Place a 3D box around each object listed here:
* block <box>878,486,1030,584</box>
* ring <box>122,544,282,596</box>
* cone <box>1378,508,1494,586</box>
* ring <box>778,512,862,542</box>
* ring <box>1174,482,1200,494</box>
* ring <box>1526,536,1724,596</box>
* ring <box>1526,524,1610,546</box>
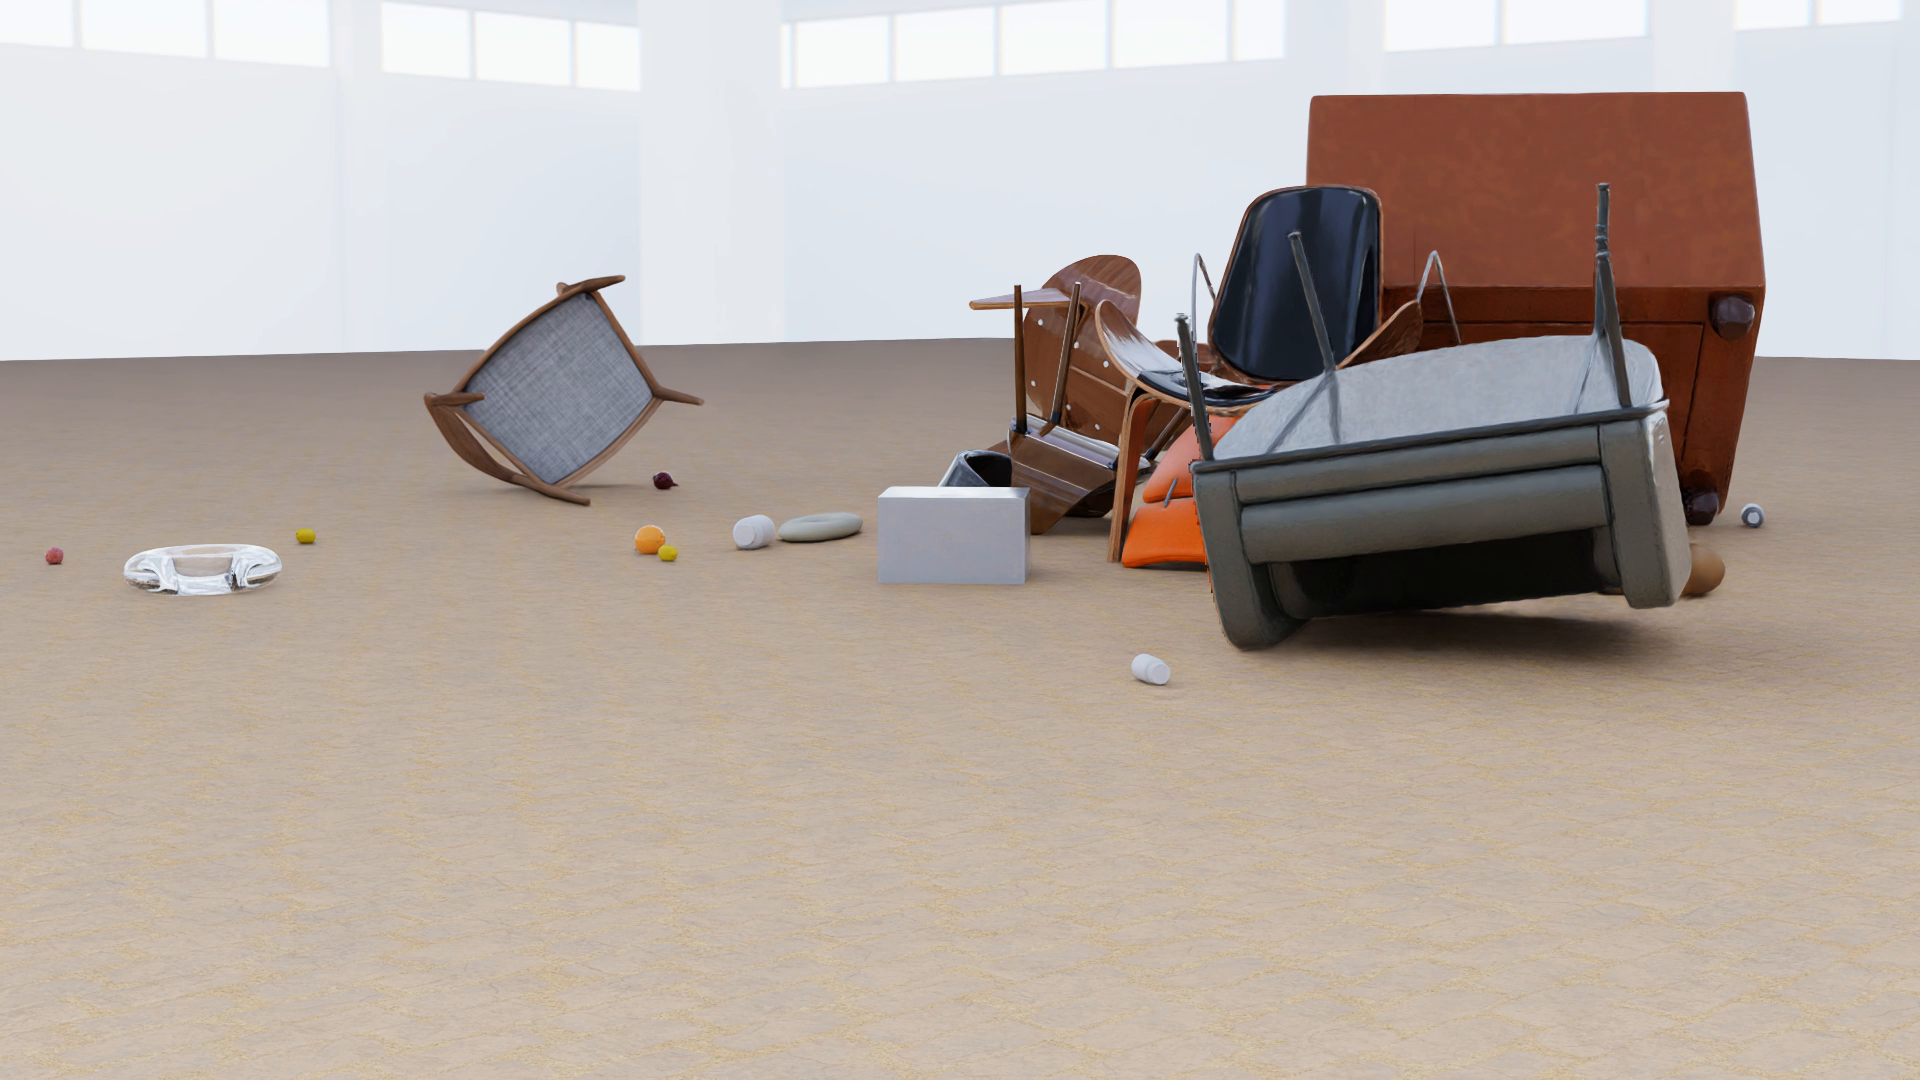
[{"bbox_3d":[-0.009,-0.013,5.632,0.315,0.185,0.275,0,6,4],"label":"block"},{"bbox_3d":[-1.596,0.062,5.410,0.324,0.084,0.328,-4,7,-30],"label":"ring"},{"bbox_3d":[0.976,0.055,5.481,0.205,0.175,0.275,-27,21,-16],"label":"cone"},{"bbox_3d":[-0.352,-0.033,6.500,0.168,0.048,0.387,1,6,19],"label":"ring"},{"bbox_3d":[0.688,-0.156,7.772,0.067,0.032,0.111,-2,7,-31],"label":"ring"},{"bbox_3d":[1.395,0.054,5.390,0.413,0.104,0.266,4,8,28],"label":"ring"},{"bbox_3d":[1.470,-0.005,6.195,0.217,0.056,0.125,3,8,38],"label":"ring"}]
